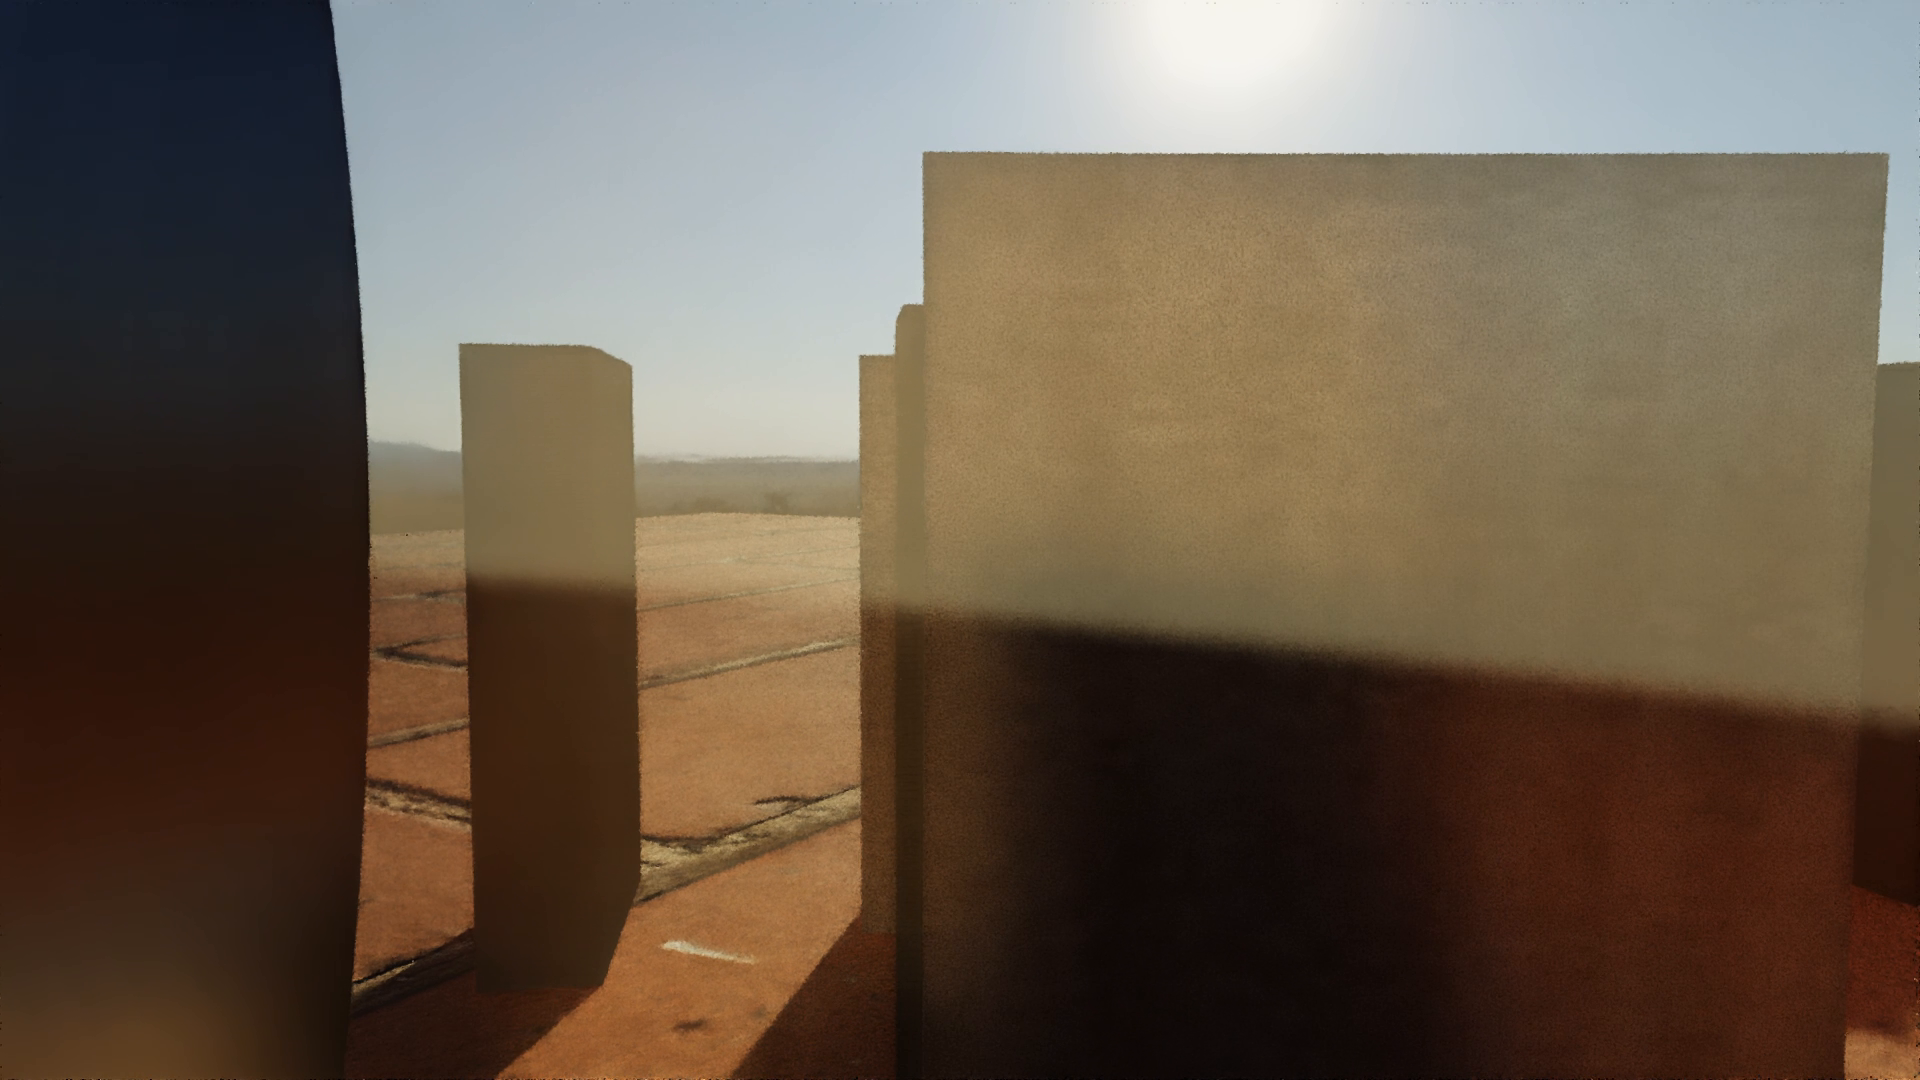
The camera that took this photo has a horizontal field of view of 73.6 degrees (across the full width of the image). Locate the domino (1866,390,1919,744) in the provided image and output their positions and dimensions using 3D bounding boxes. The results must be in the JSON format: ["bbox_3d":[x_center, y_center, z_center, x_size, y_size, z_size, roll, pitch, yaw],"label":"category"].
[{"bbox_3d":[0.147,0.004,0.185,0.025,0.050,0.010,0,4,-6],"label":"domino"}]

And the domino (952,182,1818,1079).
[{"bbox_3d":[0.012,0.014,0.044,0.025,0.050,0.009,0,4,-1],"label":"domino"}]

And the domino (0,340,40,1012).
[{"bbox_3d":[-0.081,0.010,0.103,0.010,0.050,0.025,-3,5,-36],"label":"domino"}]

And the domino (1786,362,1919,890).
[{"bbox_3d":[0.090,0.008,0.134,0.009,0.050,0.025,-1,4,-14],"label":"domino"}]

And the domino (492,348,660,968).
[{"bbox_3d":[-0.034,0.009,0.115,0.009,0.050,0.025,-1,4,-7],"label":"domino"}]

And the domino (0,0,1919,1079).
[{"bbox_3d":[0.009,0.017,0.006,0.025,0.050,0.009,1,4,12],"label":"domino"}]

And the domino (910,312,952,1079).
[{"bbox_3d":[0.010,0.011,0.081,0.025,0.050,0.010,0,4,-6],"label":"domino"}]

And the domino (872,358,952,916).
[{"bbox_3d":[0.005,0.009,0.118,0.025,0.050,0.009,0,4,2],"label":"domino"}]

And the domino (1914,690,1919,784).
[{"bbox_3d":[0.131,0.006,0.152,0.010,0.050,0.025,-3,5,-38],"label":"domino"}]
